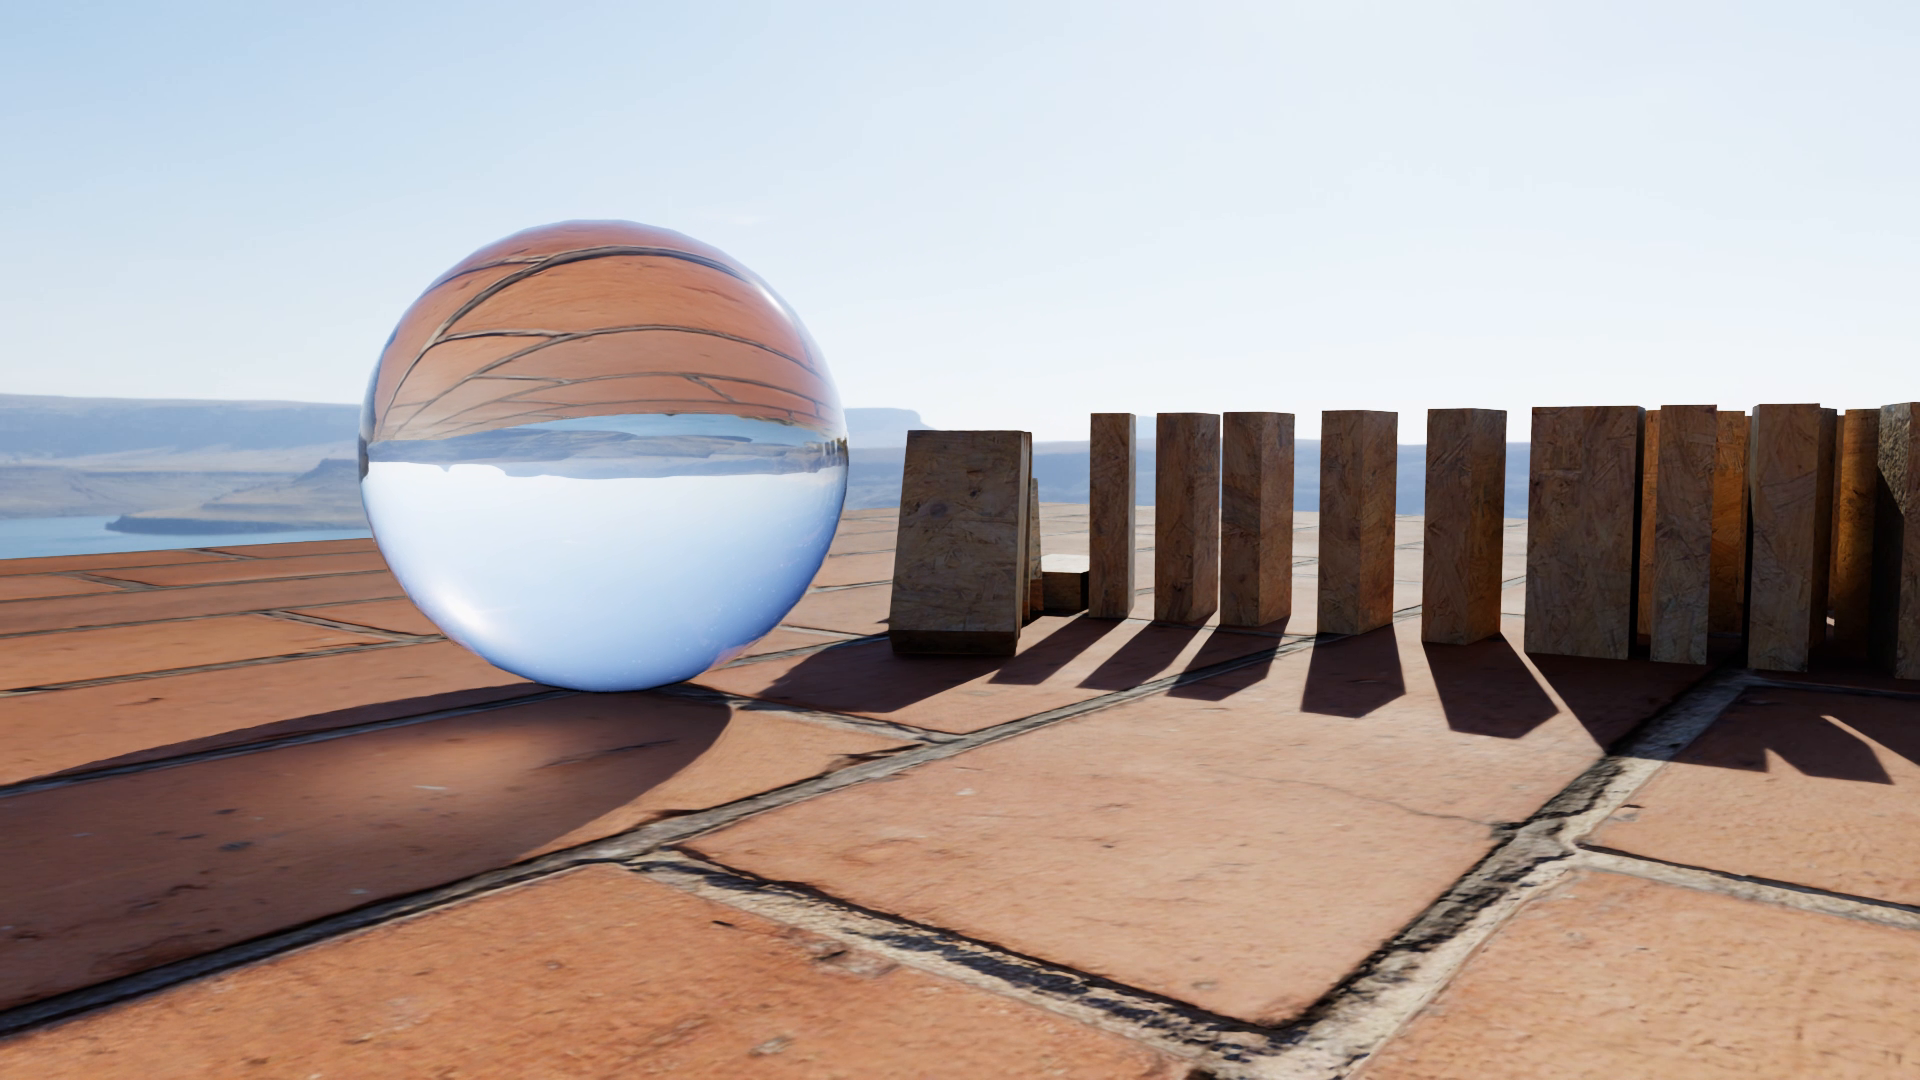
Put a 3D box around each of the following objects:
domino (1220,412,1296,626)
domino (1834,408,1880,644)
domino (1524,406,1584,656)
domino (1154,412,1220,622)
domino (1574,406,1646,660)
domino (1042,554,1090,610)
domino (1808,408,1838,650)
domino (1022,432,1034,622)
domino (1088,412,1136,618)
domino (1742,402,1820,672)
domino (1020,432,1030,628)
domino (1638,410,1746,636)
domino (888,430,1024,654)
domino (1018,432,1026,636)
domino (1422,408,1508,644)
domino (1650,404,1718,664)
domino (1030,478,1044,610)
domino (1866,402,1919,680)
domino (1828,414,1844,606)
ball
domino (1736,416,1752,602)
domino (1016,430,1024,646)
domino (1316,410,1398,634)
[{"bbox_3d":[0.072,-0.006,0.310,0.010,0.050,0.025,3,5,32],"label":"domino"},{"bbox_3d":[0.199,-0.003,0.269,0.009,0.050,0.025,-1,4,-11],"label":"domino"},{"bbox_3d":[0.126,-0.003,0.269,0.009,0.050,0.025,3,5,30],"label":"domino"},{"bbox_3d":[0.057,-0.006,0.319,0.010,0.050,0.025,2,5,25],"label":"domino"},{"bbox_3d":[0.134,-0.002,0.264,0.009,0.050,0.025,3,5,31],"label":"domino"},{"bbox_3d":[0.029,0.011,0.357,0.025,0.009,0.050,2,5,23],"label":"domino"},{"bbox_3d":[0.176,-0.003,0.271,0.009,0.050,0.025,4,6,43],"label":"domino"},{"bbox_3d":[0.005,-0.004,0.318,0.025,0.050,0.009,0,-33,5],"label":"domino"},{"bbox_3d":[0.039,-0.007,0.325,0.010,0.050,0.025,1,4,12],"label":"domino"},{"bbox_3d":[0.160,-0.001,0.251,0.009,0.050,0.025,2,5,29],"label":"domino"},{"bbox_3d":[0.003,-0.003,0.306,0.025,0.050,0.009,1,-33,6],"label":"domino"},{"bbox_3d":[0.164,-0.004,0.292,0.025,0.050,0.009,-2,5,-21],"label":"domino"},{"bbox_3d":[0.000,0.000,0.270,0.025,0.050,0.009,0,-33,5],"label":"domino"},{"bbox_3d":[0.002,-0.002,0.294,0.025,0.050,0.009,0,-33,5],"label":"domino"},{"bbox_3d":[0.111,-0.004,0.282,0.009,0.050,0.025,3,5,38],"label":"domino"},{"bbox_3d":[0.146,-0.002,0.259,0.009,0.050,0.025,2,5,29],"label":"domino"},{"bbox_3d":[0.009,0.001,0.338,0.025,0.009,0.050,-3,32,4],"label":"domino"},{"bbox_3d":[0.180,0.000,0.241,0.010,0.050,0.025,2,5,25],"label":"domino"},{"bbox_3d":[0.232,-0.008,0.347,0.010,0.050,0.025,3,5,34],"label":"domino"},{"bbox_3d":[-0.059,-0.014,0.219,0.080,0.080,0.080,0,4,0],"label":"ball"},{"bbox_3d":[0.214,-0.009,0.354,0.009,0.050,0.025,0,4,3],"label":"domino"},{"bbox_3d":[0.001,-0.001,0.282,0.025,0.050,0.010,0,-33,5],"label":"domino"},{"bbox_3d":[0.092,-0.005,0.297,0.009,0.050,0.025,3,5,35],"label":"domino"}]
